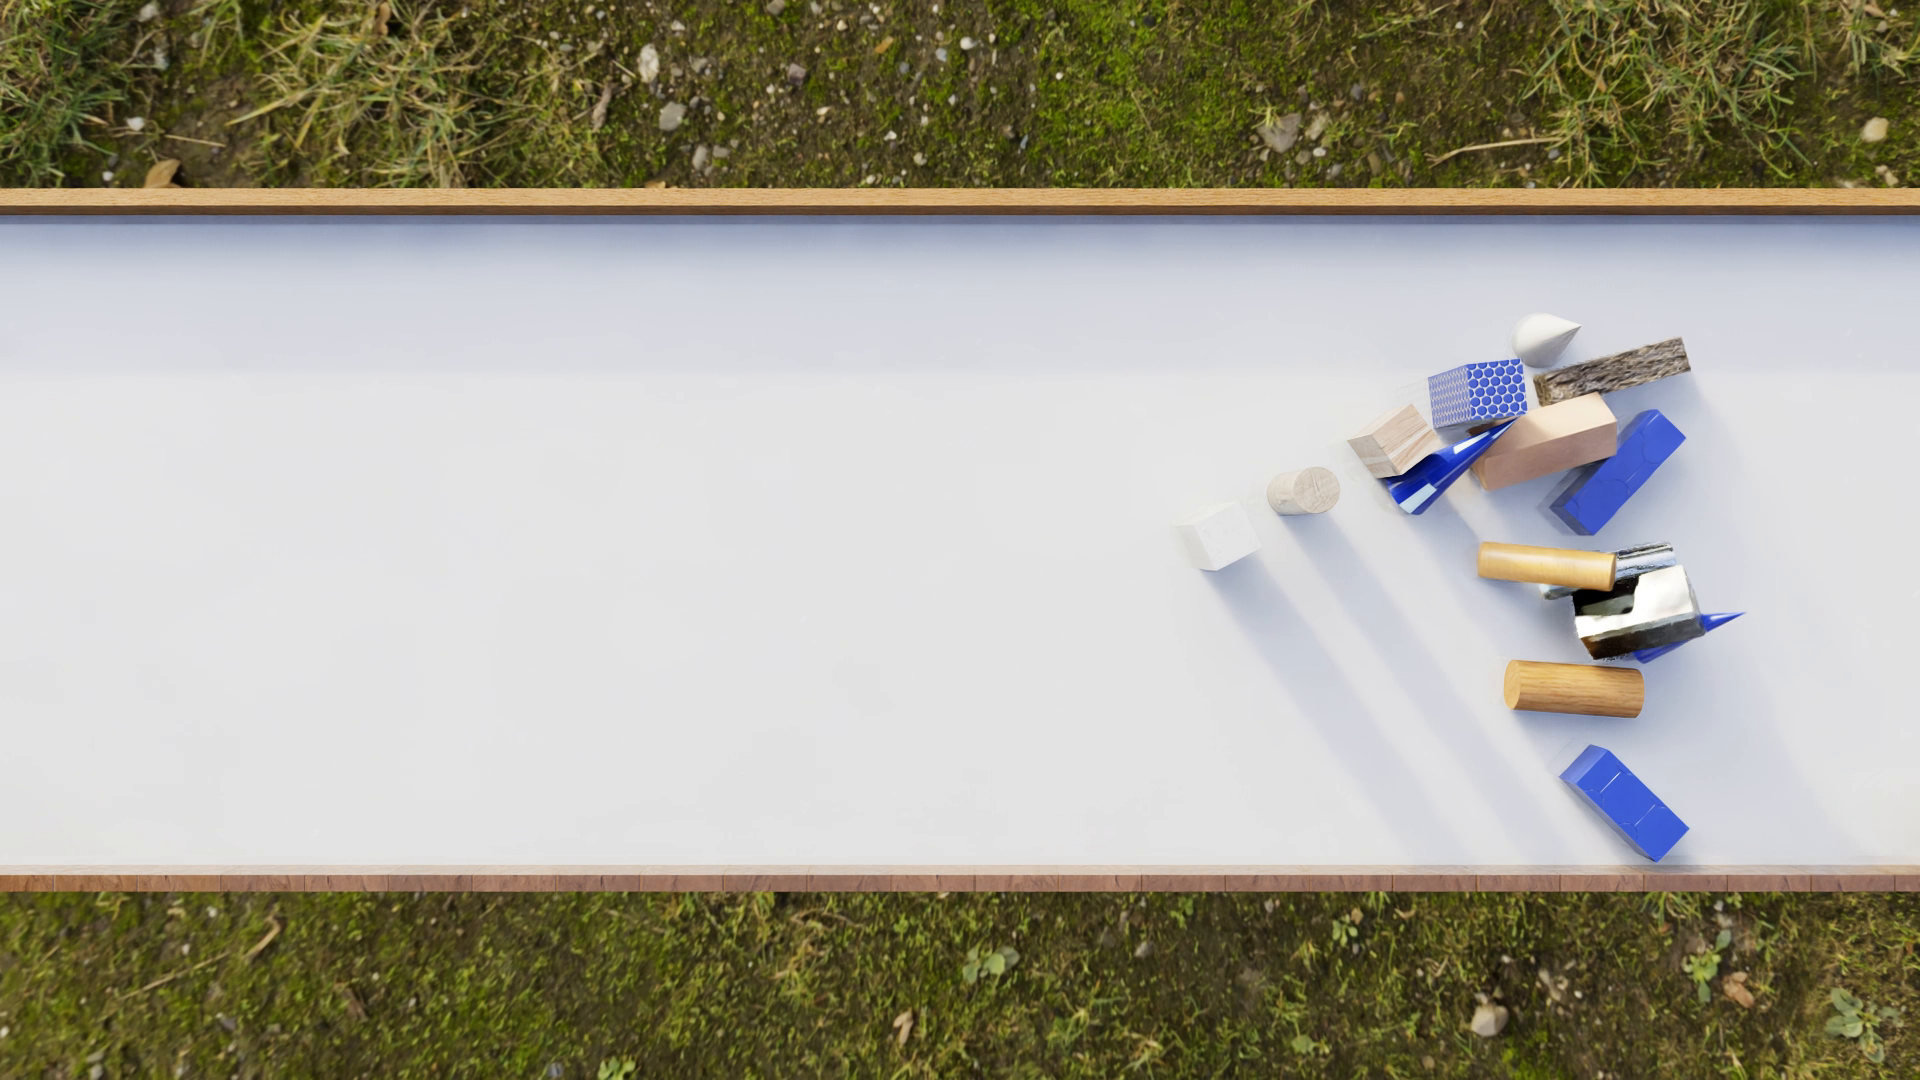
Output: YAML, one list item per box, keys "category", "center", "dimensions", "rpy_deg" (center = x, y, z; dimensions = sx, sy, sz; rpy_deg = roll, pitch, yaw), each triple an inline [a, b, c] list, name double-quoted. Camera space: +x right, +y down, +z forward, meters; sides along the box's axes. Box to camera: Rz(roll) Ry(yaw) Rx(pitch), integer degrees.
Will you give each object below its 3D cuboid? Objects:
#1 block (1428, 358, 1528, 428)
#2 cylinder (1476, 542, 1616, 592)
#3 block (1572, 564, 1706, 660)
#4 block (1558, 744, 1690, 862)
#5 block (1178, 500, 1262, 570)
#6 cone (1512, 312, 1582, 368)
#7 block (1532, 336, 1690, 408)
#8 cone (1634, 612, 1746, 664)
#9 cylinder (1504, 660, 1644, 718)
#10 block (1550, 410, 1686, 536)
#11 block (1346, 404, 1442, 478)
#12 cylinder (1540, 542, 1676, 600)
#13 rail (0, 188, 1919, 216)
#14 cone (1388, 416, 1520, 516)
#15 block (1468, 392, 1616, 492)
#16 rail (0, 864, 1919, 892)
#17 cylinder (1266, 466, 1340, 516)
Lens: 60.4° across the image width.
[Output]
- category: "block"
  center: [1.528, -0.430, 4.883]
  dimensions: [0.159, 0.387, 0.159]
  rpy_deg: [-6, 90, 0]
- category: "cylinder"
  center: [1.753, 0.078, 4.936]
  dimensions: [0.378, 0.111, 0.111]
  rpy_deg: [7, 90, 29]
- category: "block"
  center: [2.014, 0.218, 4.903]
  dimensions: [0.319, 0.158, 0.158]
  rpy_deg: [-17, 51, 28]
- category: "block"
  center: [2.013, 0.797, 5.005]
  dimensions: [0.339, 0.142, 0.142]
  rpy_deg: [44, 90, 0]
- category: "block"
  center: [0.767, -0.012, 4.898]
  dimensions: [0.149, 0.356, 0.149]
  rpy_deg: [-27, 90, 0]
- category: "cone"
  center: [1.783, -0.615, 4.901]
  dimensions: [0.172, 0.351, 0.172]
  rpy_deg: [0, 90, 0]
- category: "block"
  center: [1.983, -0.505, 5.023]
  dimensions: [0.429, 0.106, 0.106]
  rpy_deg: [-15, 90, 0]
- category: "cone"
  center: [2.180, 0.258, 4.912]
  dimensions: [0.334, 0.146, 0.146]
  rpy_deg: [-23, 90, 41]
- category: "cylinder"
  center: [1.860, 0.452, 5.001]
  dimensions: [0.372, 0.151, 0.151]
  rpy_deg: [4, 90, 0]
- category: "block"
  center: [1.997, -0.203, 5.014]
  dimensions: [0.126, 0.126, 0.406]
  rpy_deg: [43, 90, 0]
- category: "block"
  center: [1.293, -0.292, 4.924]
  dimensions: [0.147, 0.304, 0.147]
  rpy_deg: [-37, 90, 0]
- category: "cylinder"
  center: [1.970, 0.093, 5.024]
  dimensions: [0.384, 0.106, 0.106]
  rpy_deg: [-12, 90, 0]
- category: "rail"
  center: [-2.247, -1.025, 5.002]
  dimensions: [12.000, 0.150, 0.050]
  rpy_deg: [0, 90, 0]
- category: "cone"
  center: [1.480, -0.251, 4.862]
  dimensions: [0.163, 0.163, 0.447]
  rpy_deg: [49, 134, 0]
- category: "block"
  center: [1.749, -0.294, 4.962]
  dimensions: [0.397, 0.141, 0.141]
  rpy_deg: [-16, 133, 4]
- category: "rail"
  center: [-2.247, 1.025, 5.001]
  dimensions: [12.000, 0.150, 0.050]
  rpy_deg: [0, 90, 0]
- category: "cylinder"
  center: [1.010, -0.142, 4.873]
  dimensions: [0.133, 0.407, 0.133]
  rpy_deg: [0, 90, 0]
